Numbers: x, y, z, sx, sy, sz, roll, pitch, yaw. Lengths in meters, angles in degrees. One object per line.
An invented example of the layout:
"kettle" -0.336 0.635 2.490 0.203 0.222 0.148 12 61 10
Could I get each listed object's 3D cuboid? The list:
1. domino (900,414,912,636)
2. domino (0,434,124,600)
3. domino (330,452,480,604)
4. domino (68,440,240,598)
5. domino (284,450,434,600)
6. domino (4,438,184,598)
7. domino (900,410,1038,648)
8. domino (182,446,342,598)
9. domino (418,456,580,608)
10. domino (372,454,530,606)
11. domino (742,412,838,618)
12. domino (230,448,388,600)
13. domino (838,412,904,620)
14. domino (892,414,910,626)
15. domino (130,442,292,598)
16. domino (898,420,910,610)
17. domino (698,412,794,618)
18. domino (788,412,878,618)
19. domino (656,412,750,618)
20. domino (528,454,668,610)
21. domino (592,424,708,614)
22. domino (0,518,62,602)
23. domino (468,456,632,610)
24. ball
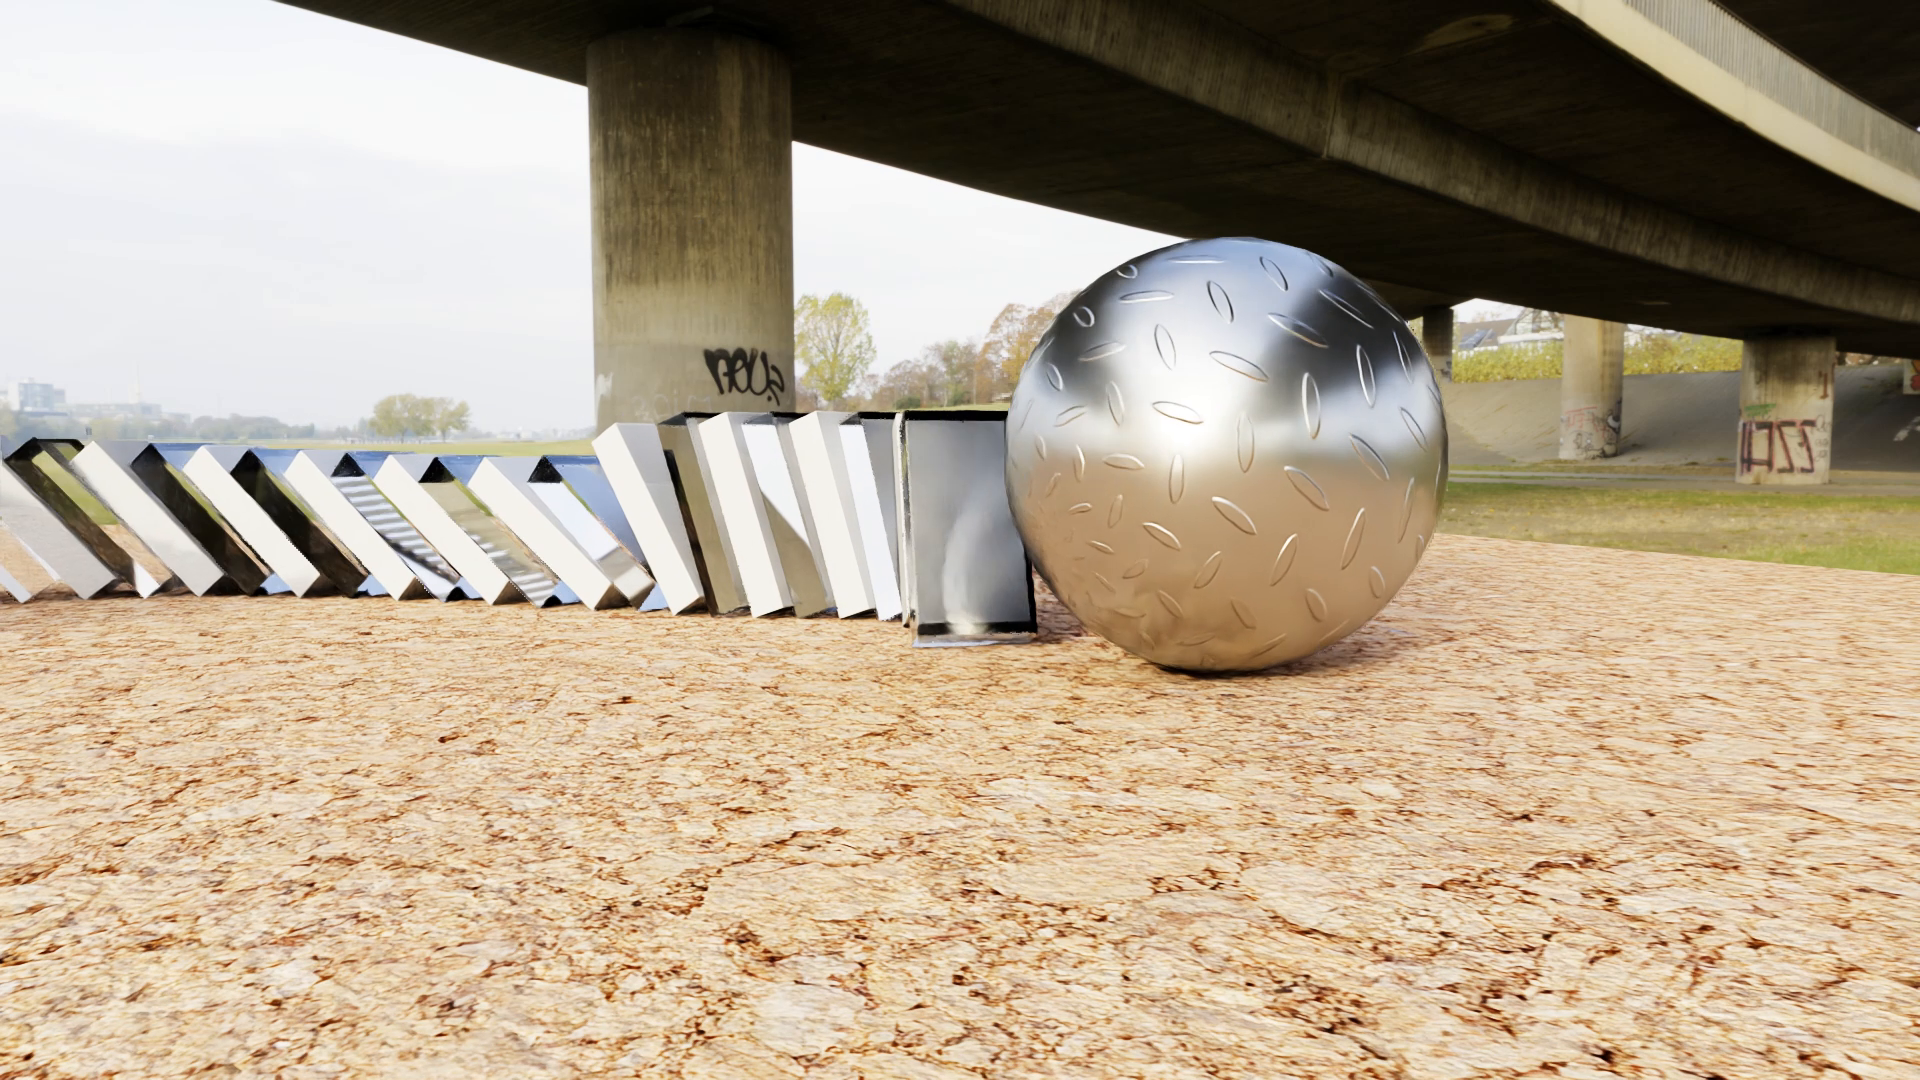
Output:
"domino" 0.001 -0.004 0.285 0.025 0.050 0.009 -1 -19 -10
"domino" -0.254 -0.007 0.355 0.010 0.050 0.025 -41 16 -12
"domino" -0.149 -0.004 0.358 0.050 0.009 0.025 44 16 12
"domino" -0.225 -0.007 0.366 0.010 0.050 0.025 -42 4 1
"domino" -0.164 -0.005 0.363 0.050 0.010 0.025 44 15 10
"domino" -0.240 -0.007 0.361 0.010 0.050 0.025 -42 11 -6
"domino" 0.001 -0.003 0.274 0.025 0.050 0.010 -1 -19 -10
"domino" -0.194 -0.006 0.367 0.050 0.009 0.025 46 11 5
"domino" -0.120 -0.003 0.348 0.050 0.010 0.025 42 16 12
"domino" -0.134 -0.004 0.353 0.050 0.010 0.025 43 16 12
"domino" -0.037 -0.007 0.324 0.010 0.050 0.025 -20 -6 28
"domino" -0.179 -0.005 0.365 0.050 0.010 0.025 44 11 6
"domino" -0.012 -0.006 0.317 0.025 0.050 0.010 -3 -15 -40
"domino" -0.002 -0.005 0.305 0.025 0.050 0.009 -1 -19 -10
"domino" -0.209 -0.006 0.368 0.010 0.050 0.025 -43 -1 8
"domino" 0.000 -0.004 0.295 0.025 0.050 0.009 -1 -19 -10
"domino" -0.048 -0.007 0.325 0.010 0.050 0.025 -20 -6 28
"domino" -0.025 -0.007 0.322 0.009 0.050 0.025 -20 -8 34
"domino" -0.059 -0.007 0.326 0.010 0.050 0.025 -20 -6 28
"domino" -0.089 -0.003 0.340 0.050 0.009 0.025 44 21 19
"domino" -0.073 -0.006 0.331 0.009 0.050 0.025 -33 -12 26
"domino" -0.266 -0.007 0.348 0.009 0.050 0.025 -40 20 -18
"domino" -0.105 -0.003 0.343 0.050 0.010 0.025 42 17 13
"ball" 0.048 -0.015 0.238 0.080 0.080 0.080 0 4 0
